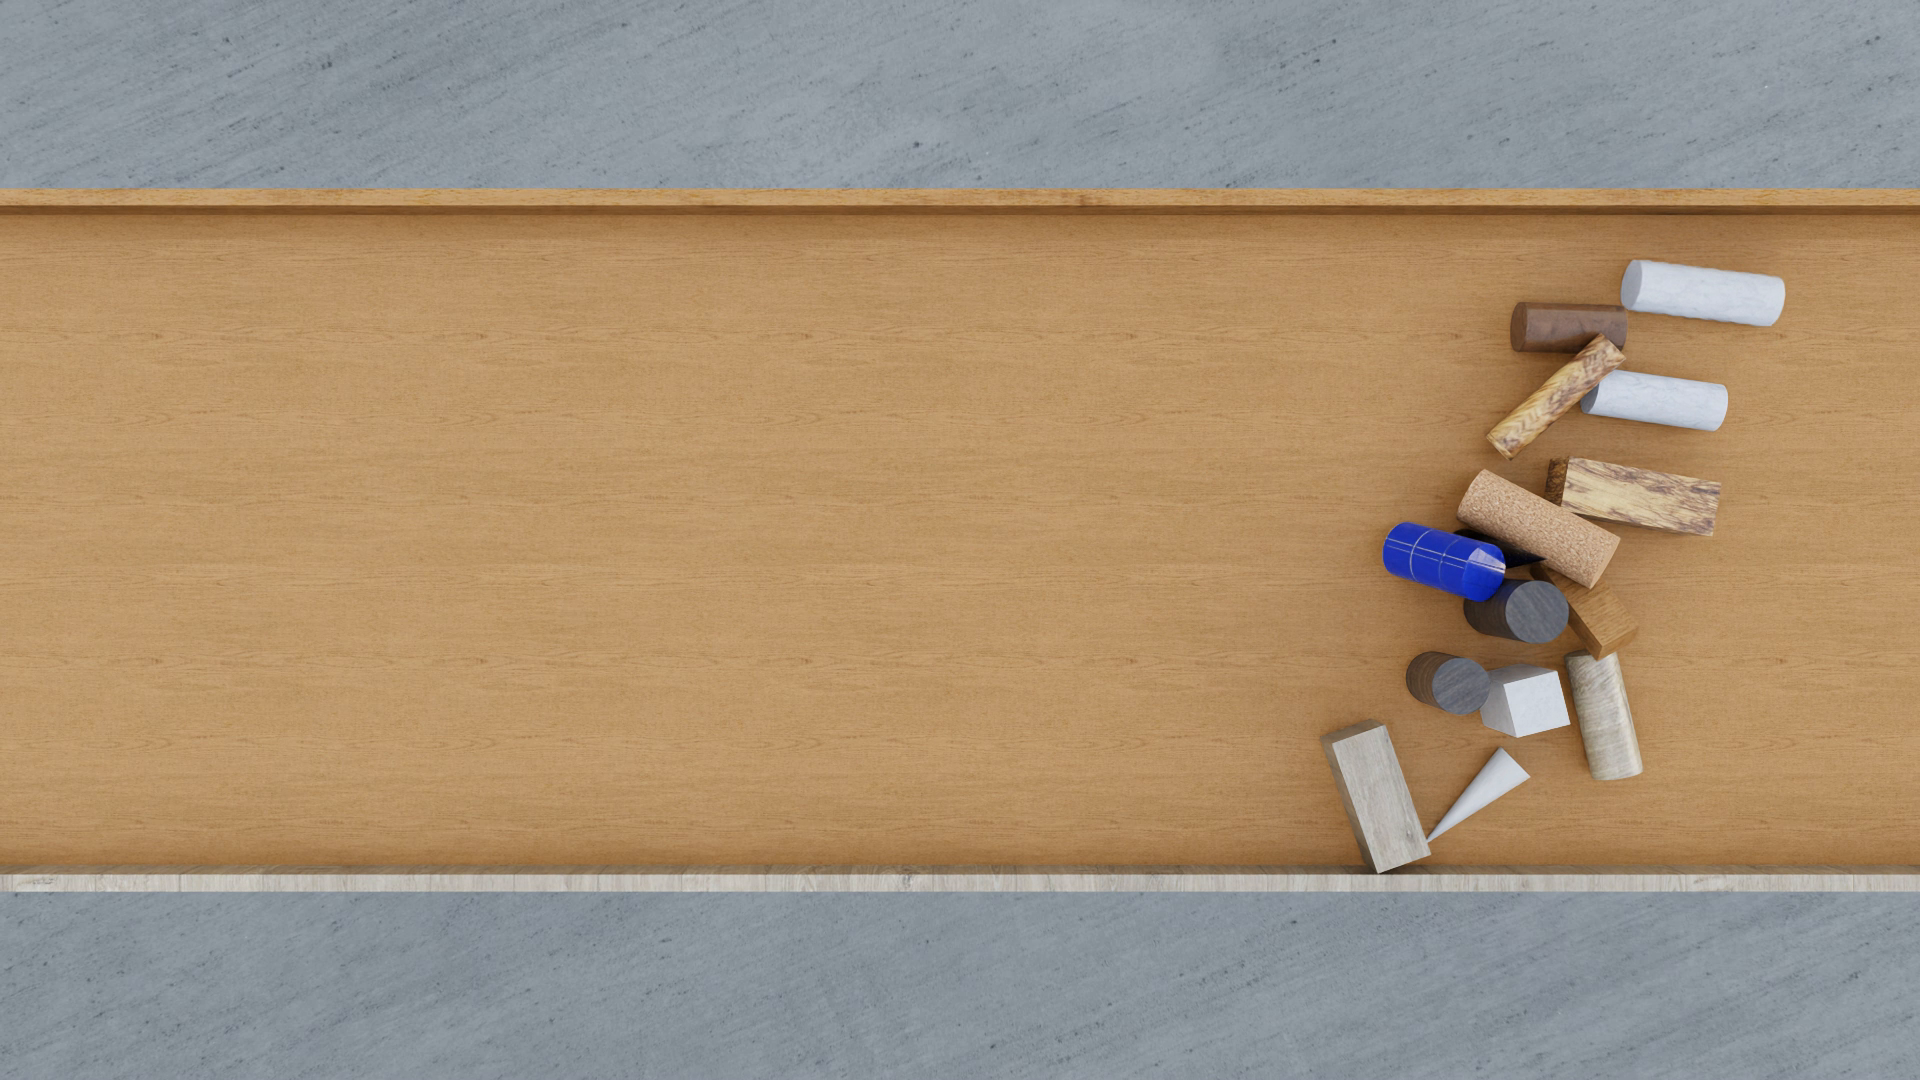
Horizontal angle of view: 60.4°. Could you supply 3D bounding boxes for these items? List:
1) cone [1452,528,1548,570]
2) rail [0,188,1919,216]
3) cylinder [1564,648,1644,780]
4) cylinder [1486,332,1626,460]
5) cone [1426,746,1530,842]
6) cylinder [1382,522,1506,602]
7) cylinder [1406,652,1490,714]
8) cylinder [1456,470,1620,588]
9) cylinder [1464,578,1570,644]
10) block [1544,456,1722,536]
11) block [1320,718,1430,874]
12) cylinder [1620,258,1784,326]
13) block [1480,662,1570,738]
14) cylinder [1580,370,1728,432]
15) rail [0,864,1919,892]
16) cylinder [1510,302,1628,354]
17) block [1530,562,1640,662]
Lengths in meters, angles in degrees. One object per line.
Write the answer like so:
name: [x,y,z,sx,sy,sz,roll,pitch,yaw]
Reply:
cone: [1.599,0.048,4.841,0.153,0.448,0.153,0,92,-13]
rail: [-2.247,-1.025,5.002,12.000,0.150,0.050,0,90,0]
cylinder: [1.951,0.523,5.001,0.151,0.151,0.380,-13,90,0]
cylinder: [1.787,-0.428,4.956,0.108,0.108,0.443,45,108,0]
cone: [1.550,0.812,5.045,0.126,0.126,0.397,45,99,0]
cylinder: [1.432,0.061,4.894,0.171,0.324,0.171,-8,106,-28]
cylinder: [1.446,0.422,4.904,0.165,0.337,0.165,0,89,3]
cylinder: [1.717,-0.035,4.909,0.433,0.172,0.172,32,90,24]
cylinder: [1.634,0.204,4.865,0.179,0.419,0.179,0,90,1]
block: [2.029,-0.130,4.995,0.460,0.162,0.162,10,90,0]
block: [1.254,0.771,4.992,0.169,0.169,0.410,-20,90,0]
cylinder: [2.249,-0.749,5.000,0.429,0.153,0.153,7,90,0]
block: [1.670,0.475,4.924,0.159,0.304,0.159,-14,90,0]
cylinder: [2.103,-0.428,5.005,0.388,0.144,0.144,8,90,0]
rail: [-2.247,1.025,5.001,12.000,0.150,0.050,0,90,0]
cylinder: [1.844,-0.641,5.001,0.301,0.151,0.151,2,90,0]
block: [1.867,0.176,4.941,0.125,0.125,0.338,-29,62,-1]
